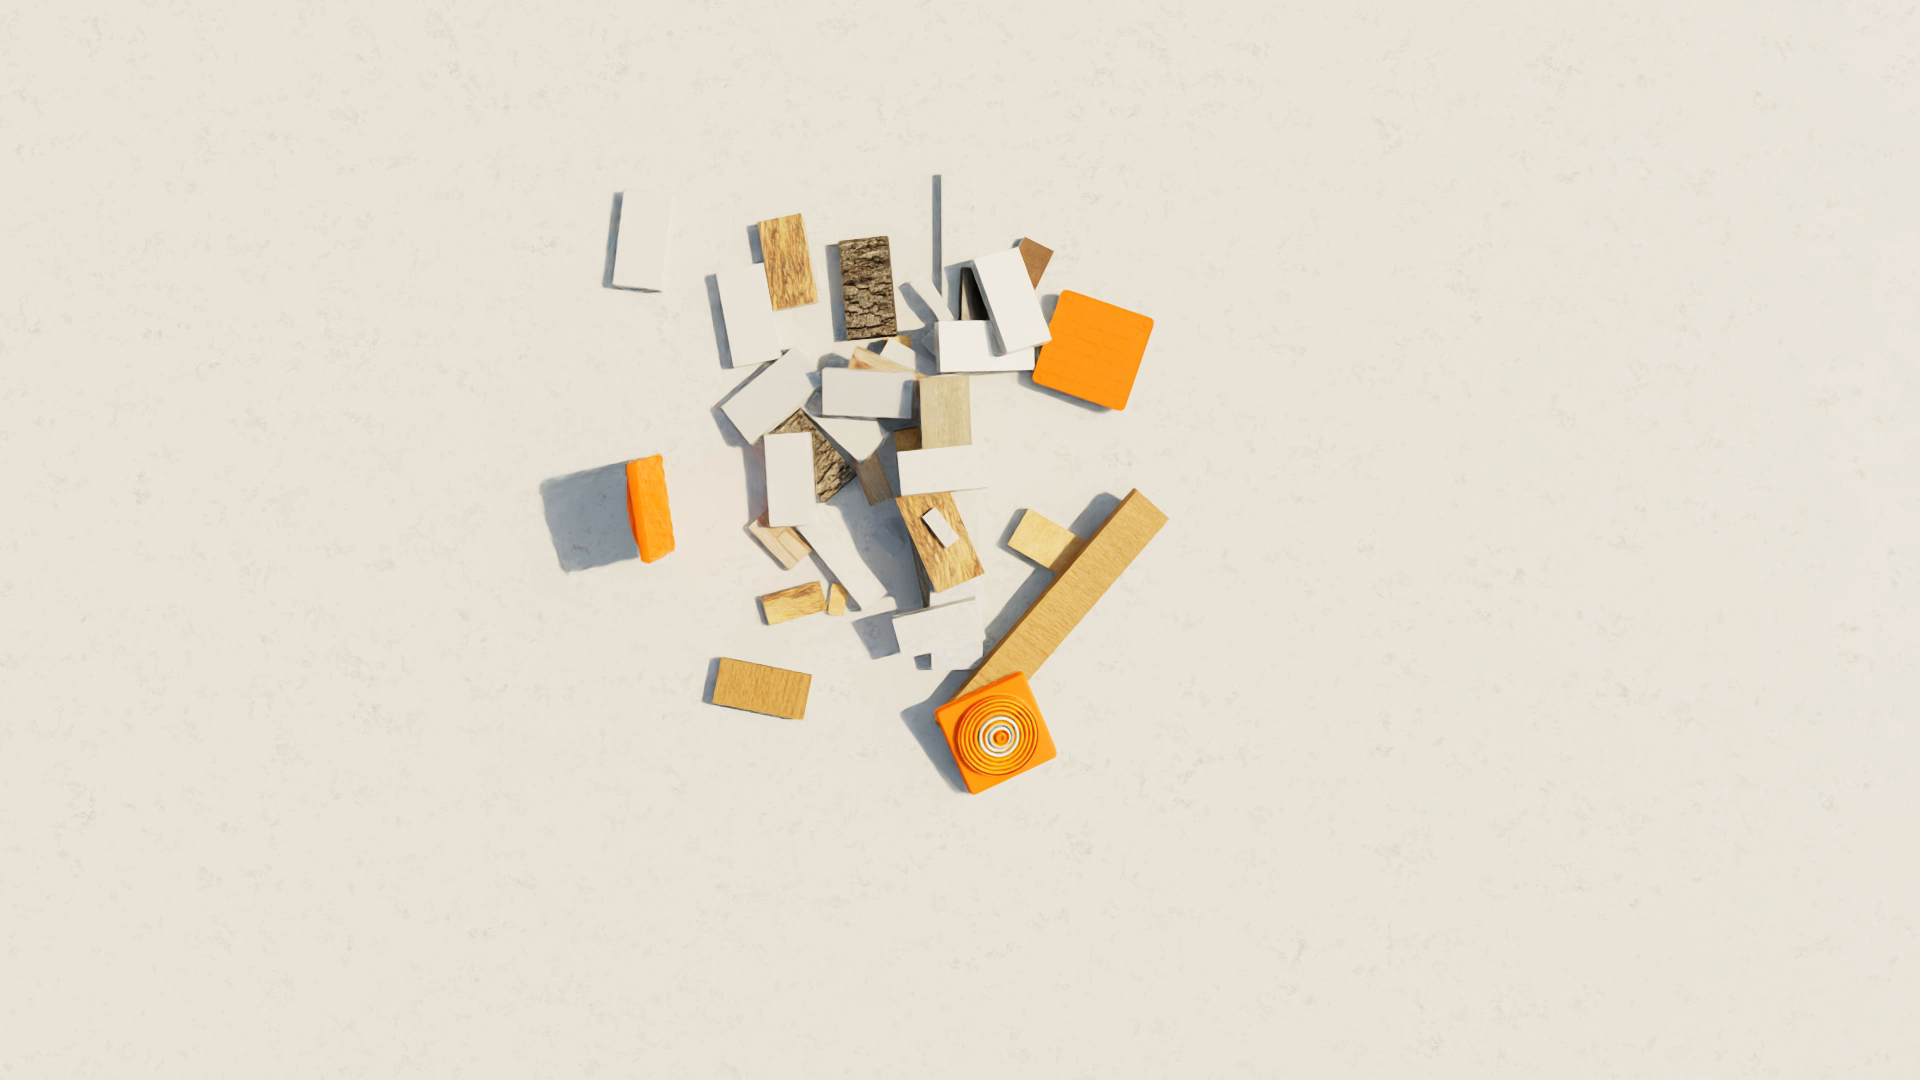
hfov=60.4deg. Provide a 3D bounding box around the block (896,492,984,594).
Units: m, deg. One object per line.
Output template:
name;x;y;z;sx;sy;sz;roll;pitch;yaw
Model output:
block;-0.064;-0.015;5.333;0.169;0.048;0.338;-24;91;2

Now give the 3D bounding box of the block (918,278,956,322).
block;-0.046;-0.733;5.454;0.046;0.013;0.293;-31;100;6

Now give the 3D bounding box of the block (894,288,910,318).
block;-0.206;-0.791;5.493;0.046;0.013;0.092;-24;90;0

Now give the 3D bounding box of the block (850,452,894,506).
block;-0.291;-0.209;5.488;0.088;0.025;0.175;-22;90;0

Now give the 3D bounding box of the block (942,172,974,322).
block;-0.006;-0.957;5.484;0.110;0.031;0.526;0;90;0

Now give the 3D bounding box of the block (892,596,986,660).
block;-0.068;0.286;5.393;0.281;0.040;0.140;-14;105;3

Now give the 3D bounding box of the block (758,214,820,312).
block;-0.570;-0.920;5.471;0.148;0.042;0.296;-10;90;7

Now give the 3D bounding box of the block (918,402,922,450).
block;-0.049;-0.303;5.418;0.159;0.045;0.319;-5;110;-2

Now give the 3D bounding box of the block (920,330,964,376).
block;-0.039;-0.624;5.463;0.088;0.025;0.176;-38;98;19

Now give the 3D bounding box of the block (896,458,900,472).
block;-0.117;-0.245;5.488;0.176;0.025;0.088;-11;90;0

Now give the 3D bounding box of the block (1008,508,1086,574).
block;0.314;0.025;5.480;0.281;0.040;0.140;30;90;0

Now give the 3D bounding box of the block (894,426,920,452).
block;-0.127;-0.335;5.472;0.176;0.025;0.088;-10;113;0

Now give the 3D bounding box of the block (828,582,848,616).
block;-0.406;0.198;5.493;0.052;0.015;0.104;8;90;0

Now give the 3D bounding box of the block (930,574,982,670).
block;-0.012;0.259;5.431;0.169;0.048;0.338;-1;106;0

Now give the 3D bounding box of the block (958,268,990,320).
block;0.054;-0.786;5.454;0.110;0.031;0.220;2;89;-18

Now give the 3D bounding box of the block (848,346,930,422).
block;-0.230;-0.508;5.412;0.296;0.042;0.148;24;107;2

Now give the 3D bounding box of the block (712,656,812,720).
block;-0.656;0.493;5.479;0.303;0.043;0.152;11;90;0

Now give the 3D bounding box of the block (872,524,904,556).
block;-0.240;-0.001;5.493;0.052;0.015;0.104;-44;90;0

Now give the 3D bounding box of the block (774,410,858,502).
block;-0.488;-0.278;5.480;0.141;0.040;0.284;-41;90;0

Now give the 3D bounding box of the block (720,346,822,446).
block;-0.614;-0.477;5.455;0.321;0.046;0.161;-39;77;2

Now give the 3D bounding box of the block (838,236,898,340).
block;-0.305;-0.834;5.469;0.163;0.046;0.327;-5;90;5

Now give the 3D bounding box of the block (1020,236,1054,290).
block;0.215;-0.884;5.484;0.110;0.031;0.220;26;90;0

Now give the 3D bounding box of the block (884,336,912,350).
block;-0.198;-0.587;5.488;0.088;0.025;0.176;-8;90;0

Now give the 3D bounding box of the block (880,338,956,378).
block;-0.142;-0.537;5.453;0.283;0.040;0.141;29;92;0

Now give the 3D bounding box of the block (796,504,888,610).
block;-0.404;0.049;5.476;0.099;0.028;0.400;-39;88;-1

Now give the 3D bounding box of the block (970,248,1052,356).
block;0.167;-0.782;5.409;0.163;0.046;0.327;-18;85;-19

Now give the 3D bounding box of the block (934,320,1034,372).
block;0.081;-0.637;5.423;0.327;0.046;0.163;-3;93;-18

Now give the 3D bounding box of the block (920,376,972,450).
block;-0.045;-0.368;5.329;0.159;0.045;0.319;-3;97;-2

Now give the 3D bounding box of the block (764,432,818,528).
block;-0.558;-0.199;5.441;0.152;0.043;0.303;-3;92;3

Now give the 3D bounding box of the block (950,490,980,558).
block;-0.022;-0.081;5.436;0.159;0.045;0.319;-4;106;0

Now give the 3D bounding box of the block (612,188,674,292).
block;-1.049;-0.996;5.477;0.161;0.046;0.321;7;90;0

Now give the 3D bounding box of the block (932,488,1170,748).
block;0.299;0.260;5.440;0.152;0.043;1.010;40;92;-18

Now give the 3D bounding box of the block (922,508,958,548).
block;-0.061;-0.040;5.301;0.052;0.015;0.127;-38;91;3

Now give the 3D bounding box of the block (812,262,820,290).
block;-0.495;-0.875;5.493;0.046;0.013;0.092;-11;90;0

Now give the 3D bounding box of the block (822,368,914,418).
block;-0.300;-0.480;5.386;0.296;0.042;0.148;3;106;8

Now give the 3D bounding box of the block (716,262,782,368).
block;-0.699;-0.745;5.477;0.161;0.046;0.321;-11;90;0

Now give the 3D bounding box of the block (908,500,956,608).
block;-0.066;0.051;5.423;0.169;0.048;0.338;-11;105;2

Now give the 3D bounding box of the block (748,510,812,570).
block;-0.598;-0.005;5.486;0.099;0.028;0.199;-44;90;0

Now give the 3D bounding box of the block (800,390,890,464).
block;-0.380;-0.398;5.465;0.283;0.040;0.141;43;90;6

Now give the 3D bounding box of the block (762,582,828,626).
block;-0.549;0.210;5.486;0.199;0.028;0.099;-15;90;0

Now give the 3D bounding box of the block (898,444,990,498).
block;-0.054;-0.223;5.285;0.281;0.040;0.140;-6;82;-2
